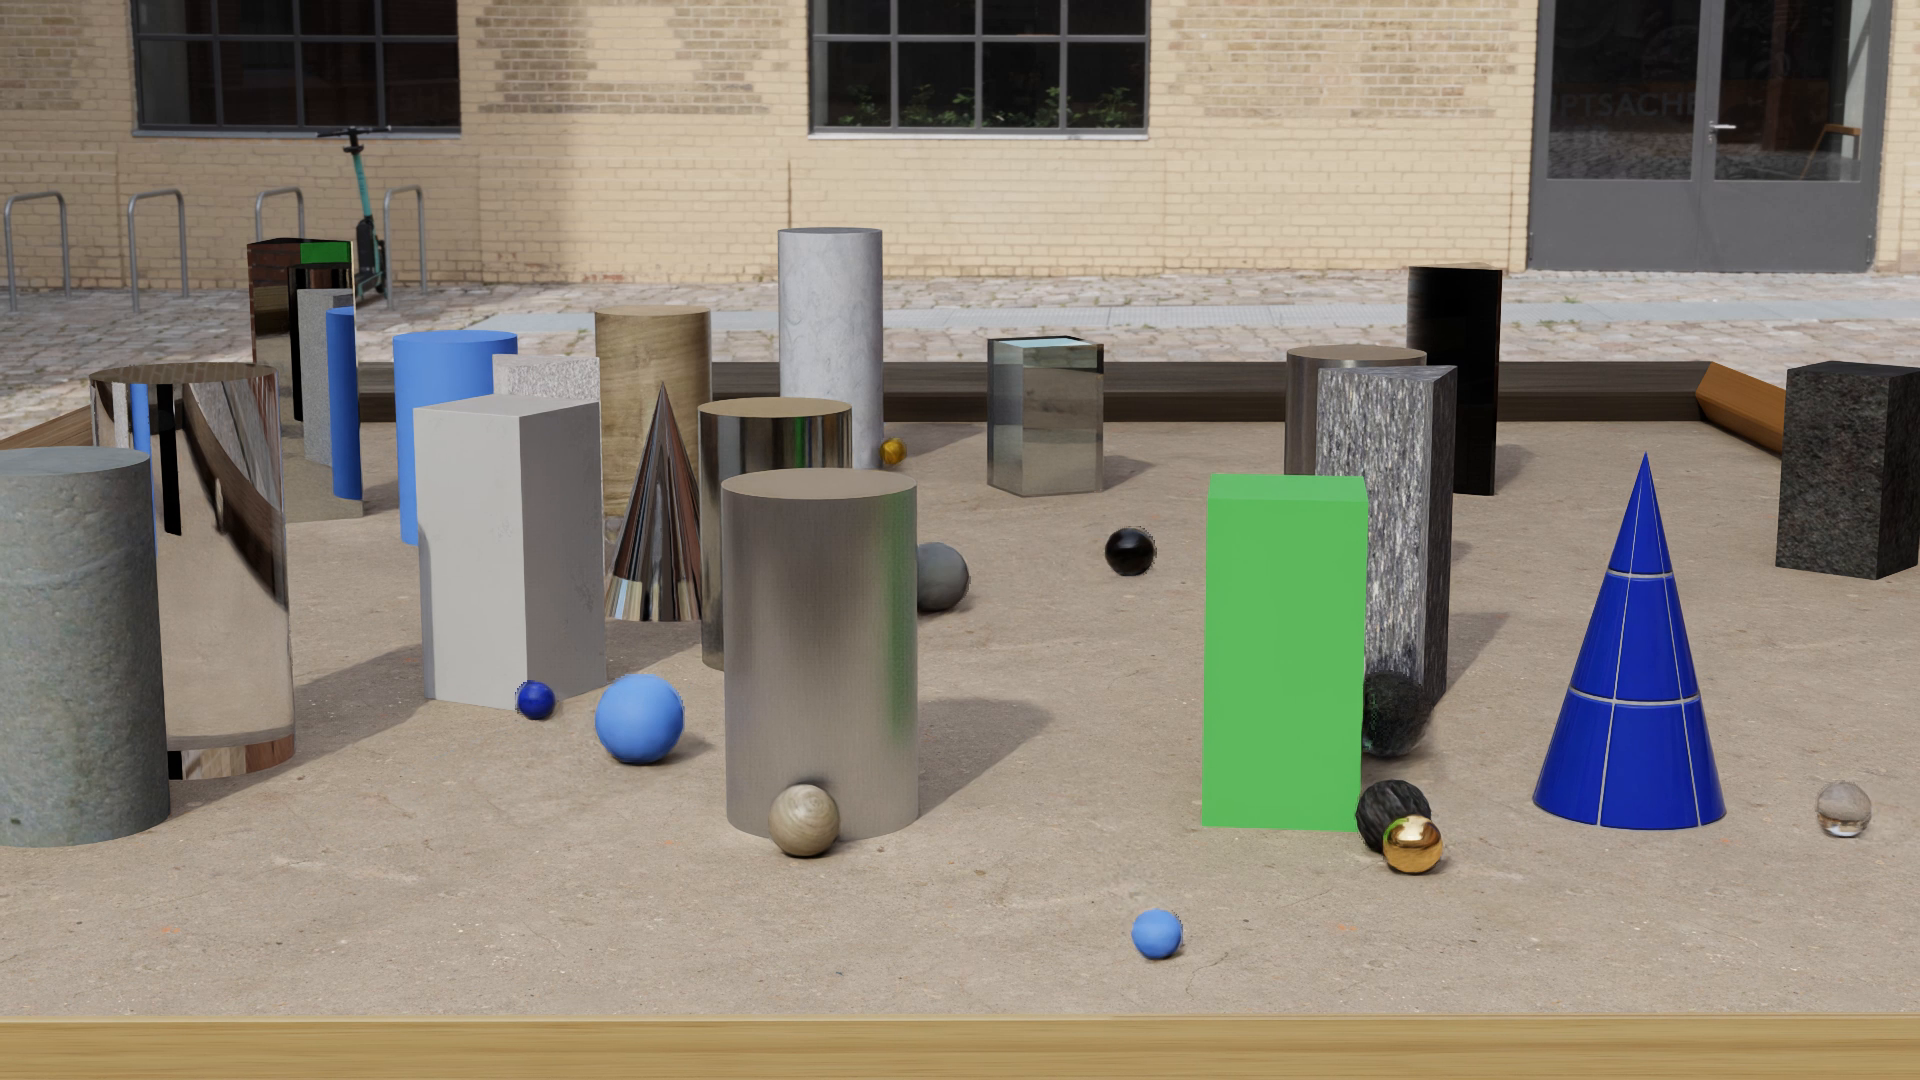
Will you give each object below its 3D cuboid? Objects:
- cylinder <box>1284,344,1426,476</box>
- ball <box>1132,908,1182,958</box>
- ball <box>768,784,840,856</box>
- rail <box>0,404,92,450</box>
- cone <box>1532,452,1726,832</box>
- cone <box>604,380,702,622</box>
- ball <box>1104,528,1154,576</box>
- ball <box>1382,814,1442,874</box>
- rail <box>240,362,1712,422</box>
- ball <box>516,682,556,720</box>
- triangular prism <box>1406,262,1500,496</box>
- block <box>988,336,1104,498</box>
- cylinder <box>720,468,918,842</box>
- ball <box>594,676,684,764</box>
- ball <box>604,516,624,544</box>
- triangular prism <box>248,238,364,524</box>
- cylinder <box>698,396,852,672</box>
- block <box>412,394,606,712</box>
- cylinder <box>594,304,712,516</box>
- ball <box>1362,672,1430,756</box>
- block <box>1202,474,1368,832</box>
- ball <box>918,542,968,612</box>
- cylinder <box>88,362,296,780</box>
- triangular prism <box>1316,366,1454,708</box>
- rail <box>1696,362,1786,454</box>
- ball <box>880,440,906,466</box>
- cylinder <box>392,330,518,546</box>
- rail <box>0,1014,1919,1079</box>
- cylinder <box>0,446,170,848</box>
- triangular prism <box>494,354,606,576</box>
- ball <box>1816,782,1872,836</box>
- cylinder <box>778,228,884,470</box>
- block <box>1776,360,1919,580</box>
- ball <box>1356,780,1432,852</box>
[{"bbox_3d":[0.535,-0.087,3.494,0.188,0.339,0.188,0,11,0],"label":"cylinder"},{"bbox_3d":[0.161,0.324,2.109,0.041,0.041,0.041,0,11,0],"label":"ball"},{"bbox_3d":[-0.145,0.260,2.380,0.067,0.067,0.067,0,11,0],"label":"ball"},{"bbox_3d":[-1.524,0.033,3.441,0.045,0.122,3.647,0,11,0],"label":"rail"},{"bbox_3d":[0.664,0.087,2.516,0.188,0.356,0.188,0,11,0],"label":"cone"},{"bbox_3d":[-0.395,-0.061,3.440,0.188,0.309,0.188,0,11,0],"label":"cone"},{"bbox_3d":[0.243,0.017,3.671,0.071,0.071,0.071,0,11,0],"label":"ball"},{"bbox_3d":[0.411,0.276,2.330,0.054,0.054,0.054,0,11,0],"label":"ball"},{"bbox_3d":[-0.010,-0.299,5.218,3.096,0.122,0.045,0,11,0],"label":"rail"},{"bbox_3d":[-0.475,0.180,2.874,0.042,0.042,0.042,0,11,0],"label":"ball"},{"bbox_3d":[0.867,-0.281,4.418,0.162,0.383,0.141,6,12,29],"label":"triangular prism"},{"bbox_3d":[0.146,-0.214,4.407,0.150,0.255,0.150,-4,11,-23],"label":"block"},{"bbox_3d":[-0.135,0.107,2.485,0.188,0.329,0.188,0,11,0],"label":"cylinder"},{"bbox_3d":[-0.336,0.188,2.692,0.093,0.093,0.093,0,11,0],"label":"ball"},{"bbox_3d":[-0.525,-0.015,3.912,0.046,0.046,0.046,0,11,0],"label":"ball"},{"bbox_3d":[-1.068,-0.260,4.139,0.162,0.445,0.141,-5,12,-25],"label":"triangular prism"},{"bbox_3d":[-0.225,-0.008,3.143,0.188,0.313,0.188,0,11,0],"label":"cylinder"},{"bbox_3d":[-0.519,0.011,2.973,0.150,0.338,0.150,6,12,28],"label":"block"},{"bbox_3d":[-0.498,-0.211,4.186,0.188,0.329,0.188,0,11,0],"label":"cylinder"},{"bbox_3d":[0.453,0.185,2.721,0.089,0.089,0.089,0,11,0],"label":"ball"},{"bbox_3d":[0.317,0.107,2.510,0.150,0.321,0.150,1,11,7],"label":"block"},{"bbox_3d":[-0.035,0.050,3.434,0.094,0.094,0.094,0,11,0],"label":"ball"},{"bbox_3d":[-0.802,0.028,2.690,0.188,0.409,0.188,0,11,0],"label":"cylinder"},{"bbox_3d":[0.513,-0.004,2.931,0.141,0.383,0.162,-9,14,-39],"label":"triangular prism"},{"bbox_3d":[1.524,0.030,3.458,0.045,0.122,3.647,0,11,0],"label":"rail"},{"bbox_3d":[-0.121,-0.157,4.599,0.047,0.047,0.047,0,11,0],"label":"ball"},{"bbox_3d":[-0.772,-0.158,3.954,0.188,0.312,0.188,0,11,0],"label":"cylinder"},{"bbox_3d":[0.010,0.362,1.680,3.096,0.122,0.045,0,11,0],"label":"rail"},{"bbox_3d":[-0.867,0.098,2.467,0.188,0.353,0.188,0,11,0],"label":"cylinder"},{"bbox_3d":[-0.616,-0.102,3.648,0.162,0.314,0.141,-10,15,-43],"label":"triangular prism"},{"bbox_3d":[0.841,0.257,2.441,0.051,0.051,0.051,0,11,0],"label":"ball"},{"bbox_3d":[-0.232,-0.342,4.622,0.188,0.428,0.188,0,11,0],"label":"cylinder"},{"bbox_3d":[1.296,-0.104,3.725,0.150,0.290,0.150,9,14,41],"label":"block"},{"bbox_3d":[0.403,0.257,2.388,0.069,0.069,0.069,0,11,0],"label":"ball"}]
